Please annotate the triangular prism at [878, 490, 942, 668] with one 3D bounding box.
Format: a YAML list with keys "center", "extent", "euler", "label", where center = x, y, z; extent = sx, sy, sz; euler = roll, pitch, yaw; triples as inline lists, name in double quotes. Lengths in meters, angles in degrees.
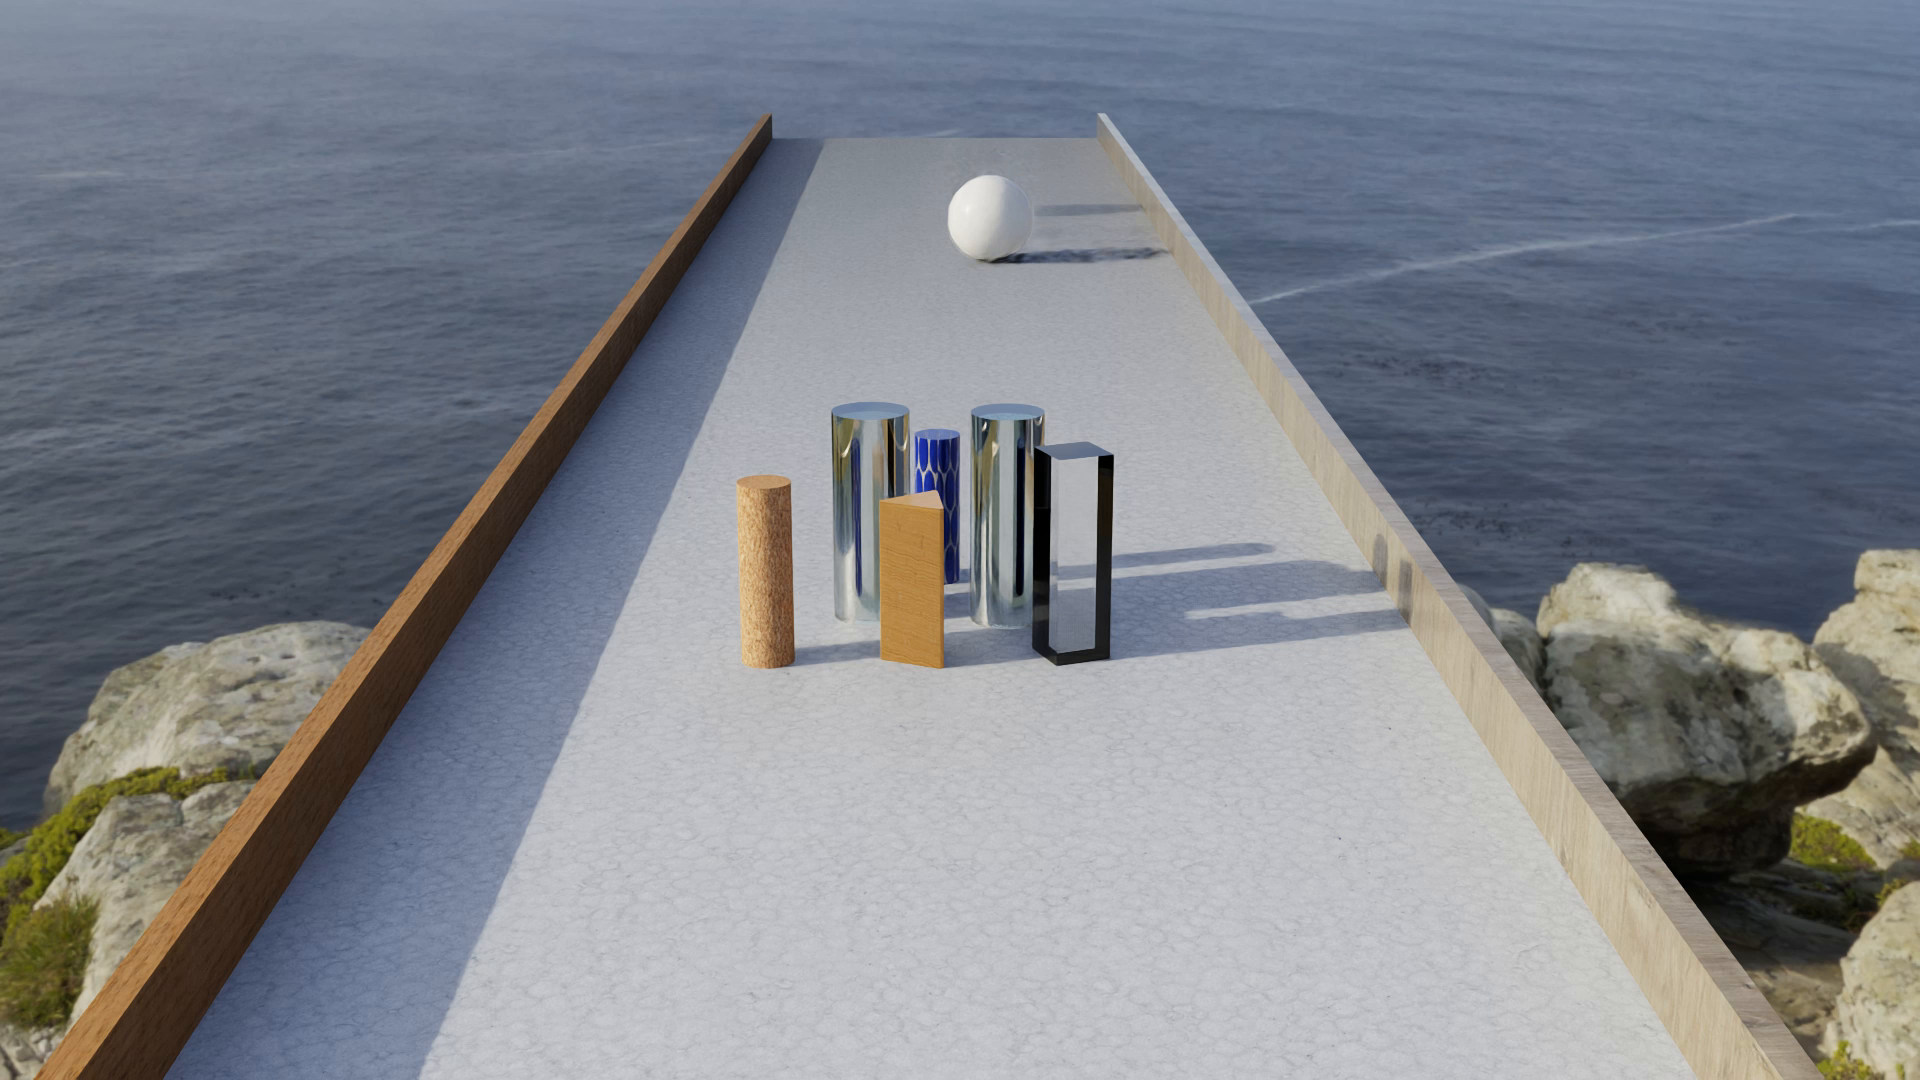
- center: [-0.073, 0.074, 4.400]
  extent: [0.137, 0.330, 0.118]
  euler: [7, 18, 23]
  label: "triangular prism"

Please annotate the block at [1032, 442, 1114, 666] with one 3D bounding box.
- center: [0.224, 0.027, 4.395]
  extent: [0.118, 0.423, 0.118]
  euler: [-7, 18, -22]
  label: "block"

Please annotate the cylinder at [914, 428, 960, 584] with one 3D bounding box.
- center: [-0.050, -0.073, 4.890]
  extent: [0.101, 0.333, 0.101]
  euler: [0, 17, 0]
  label: "cylinder"

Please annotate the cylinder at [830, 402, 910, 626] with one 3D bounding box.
- center: [-0.186, -0.056, 4.634]
  extent: [0.164, 0.445, 0.164]
  euler: [0, 17, 0]
  label: "cylinder"

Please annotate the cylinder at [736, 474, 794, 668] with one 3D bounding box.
- center: [-0.385, 0.063, 4.365]
  extent: [0.106, 0.370, 0.106]
  euler: [0, 17, 0]
  label: "cylinder"

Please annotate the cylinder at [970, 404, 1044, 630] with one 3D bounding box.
- center: [0.099, -0.050, 4.609]
  extent: [0.154, 0.449, 0.154]
  euler: [0, 17, 0]
  label: "cylinder"

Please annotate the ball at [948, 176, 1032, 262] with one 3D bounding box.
- center: [0.124, -1.328, 9.075]
  extent: [0.352, 0.352, 0.352]
  euler: [0, 17, 0]
  label: "ball"

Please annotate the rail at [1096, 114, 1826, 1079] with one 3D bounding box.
- center: [0.932, -0.844, 7.801]
  extent: [0.050, 0.150, 12.000]
  euler: [0, 17, -1]
  label: "rail"

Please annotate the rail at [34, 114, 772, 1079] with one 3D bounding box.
- center: [-1.118, -0.838, 7.780]
  extent: [0.050, 0.150, 12.000]
  euler: [0, 17, -1]
  label: "rail"
